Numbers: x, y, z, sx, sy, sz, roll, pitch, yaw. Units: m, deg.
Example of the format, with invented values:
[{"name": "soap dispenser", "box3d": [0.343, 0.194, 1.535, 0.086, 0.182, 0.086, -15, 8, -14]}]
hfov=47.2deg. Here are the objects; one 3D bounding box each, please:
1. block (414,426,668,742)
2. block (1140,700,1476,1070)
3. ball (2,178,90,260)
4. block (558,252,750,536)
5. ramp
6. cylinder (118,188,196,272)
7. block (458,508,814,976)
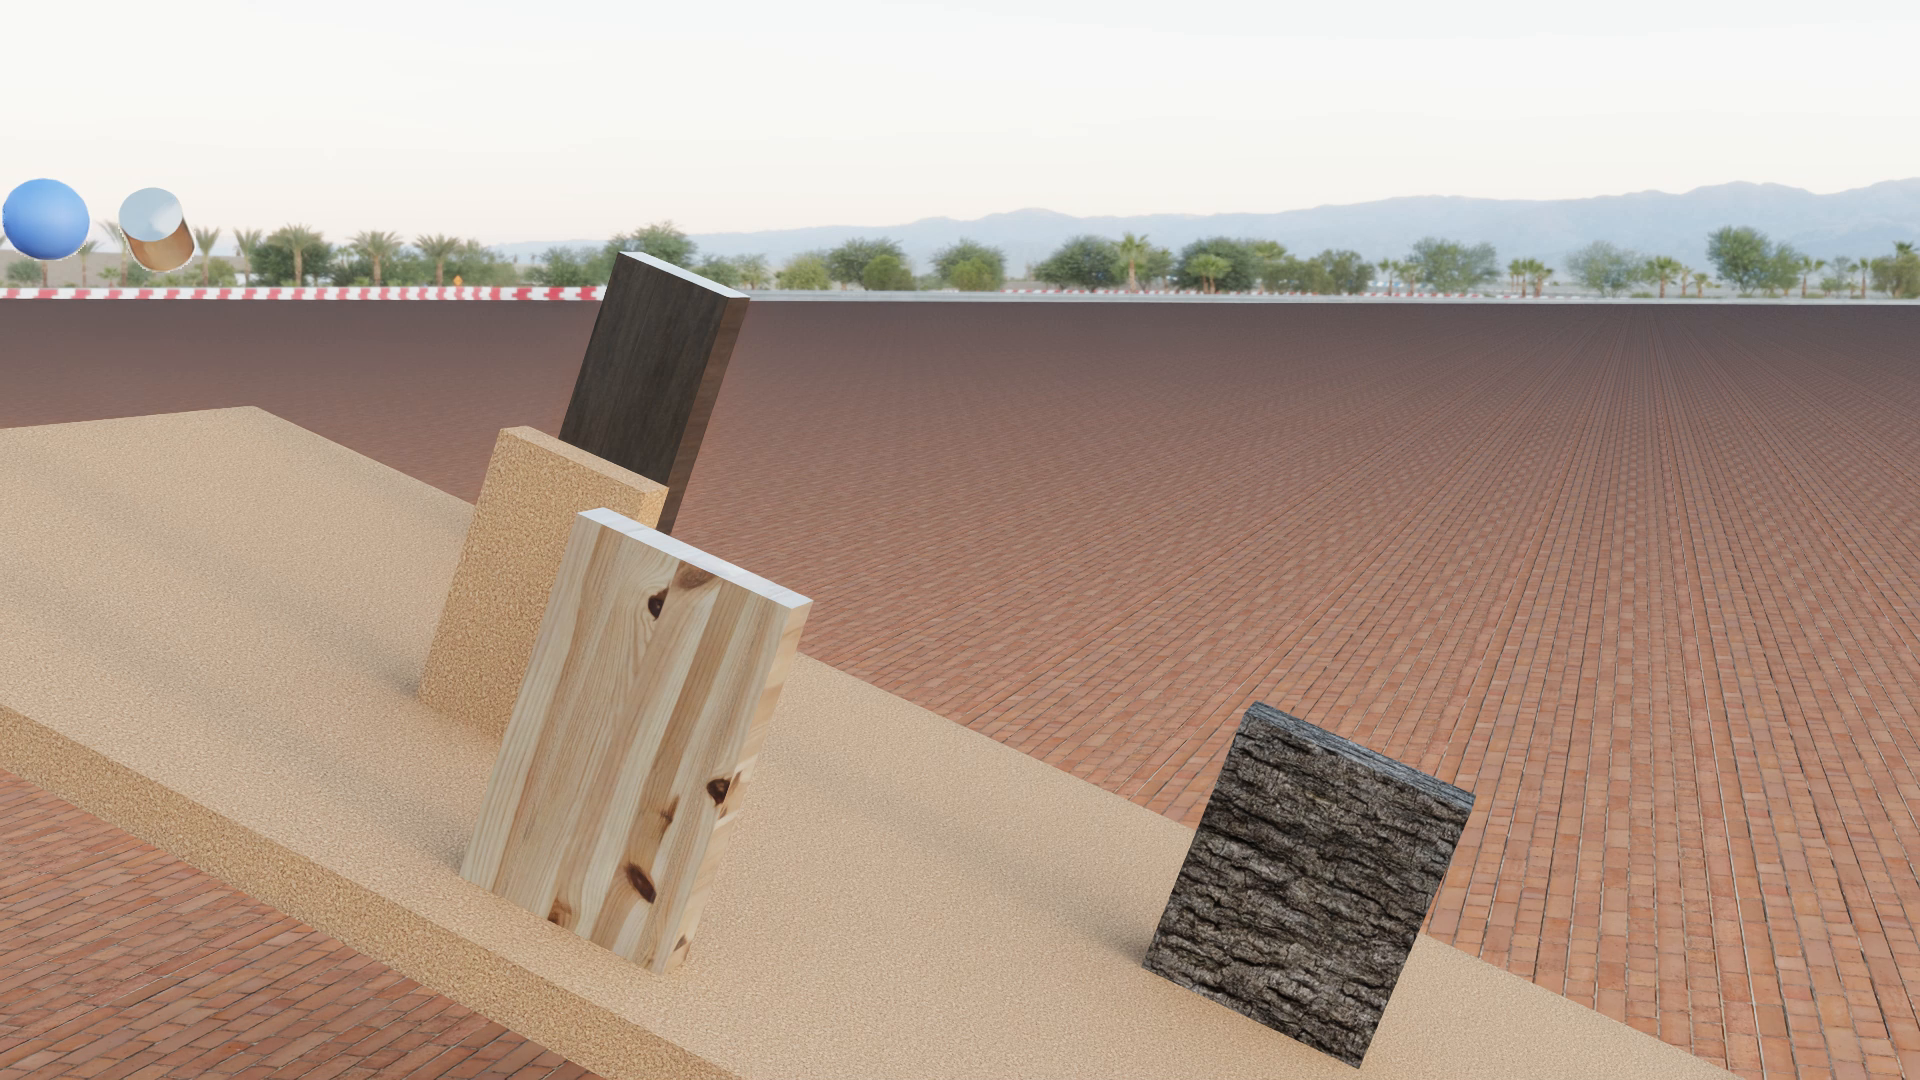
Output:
[{"name": "block", "box3d": [-0.774, 0.102, 4.056, 0.306, 0.545, 0.100, 23, 13, 13]}, {"name": "block", "box3d": [0.641, 0.632, 4.061, 0.435, 0.528, 0.130, 23, 13, 13]}, {"name": "ball", "box3d": [-1.739, -0.610, 4.184, 0.155, 0.155, 0.155, 0, 7, 0]}, {"name": "block", "box3d": [-0.749, -0.242, 5.024, 0.285, 0.775, 0.125, 23, 13, 13]}, {"name": "ramp", "box3d": [-0.324, 0.585, 4.205, 4.000, 0.100, 2.000, 23, 13, 13]}, {"name": "cylinder", "box3d": [-1.673, -0.647, 4.584, 0.127, 0.127, 0.127, -1, -21, -8]}, {"name": "block", "box3d": [-0.507, 0.311, 3.404, 0.372, 0.623, 0.089, 23, 13, 13]}]
